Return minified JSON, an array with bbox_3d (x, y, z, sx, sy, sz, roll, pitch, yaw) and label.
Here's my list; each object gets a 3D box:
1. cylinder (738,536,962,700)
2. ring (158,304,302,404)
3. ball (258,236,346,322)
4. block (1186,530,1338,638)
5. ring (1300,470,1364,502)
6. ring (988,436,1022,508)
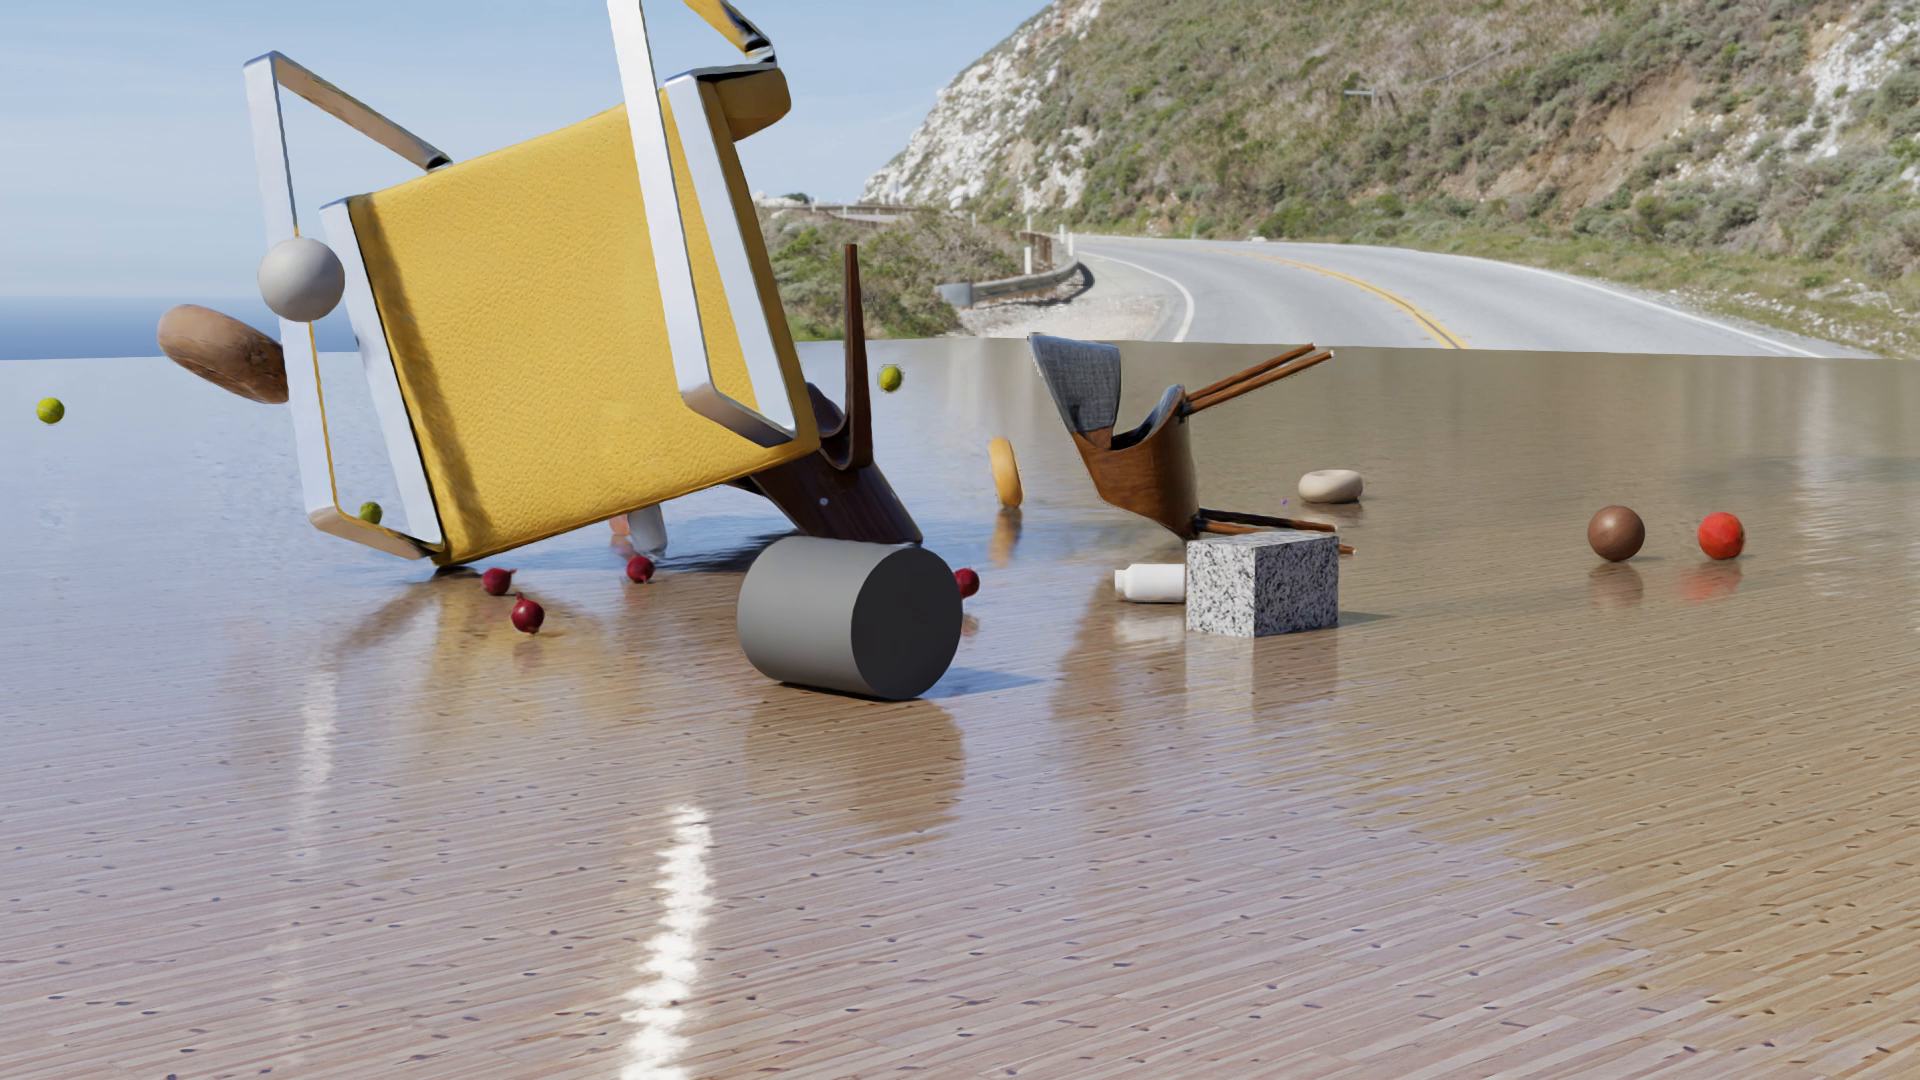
[{"bbox_3d":[-0.175,0.121,4.083,0.262,0.237,0.248,6,24,44],"label":"cylinder"},{"bbox_3d":[-1.633,-0.414,5.741,0.337,0.124,0.427,26,-9,-13],"label":"ring"},{"bbox_3d":[-1.318,-0.521,5.137,0.170,0.170,0.170,0,6,0],"label":"ball"},{"bbox_3d":[0.570,0.080,4.821,0.153,0.166,0.275,5,8,41],"label":"block"},{"bbox_3d":[1.097,-0.159,7.576,0.180,0.079,0.360,1,7,19],"label":"ring"},{"bbox_3d":[0.130,-0.194,7.363,0.069,0.229,0.142,-13,-27,0],"label":"ring"}]
